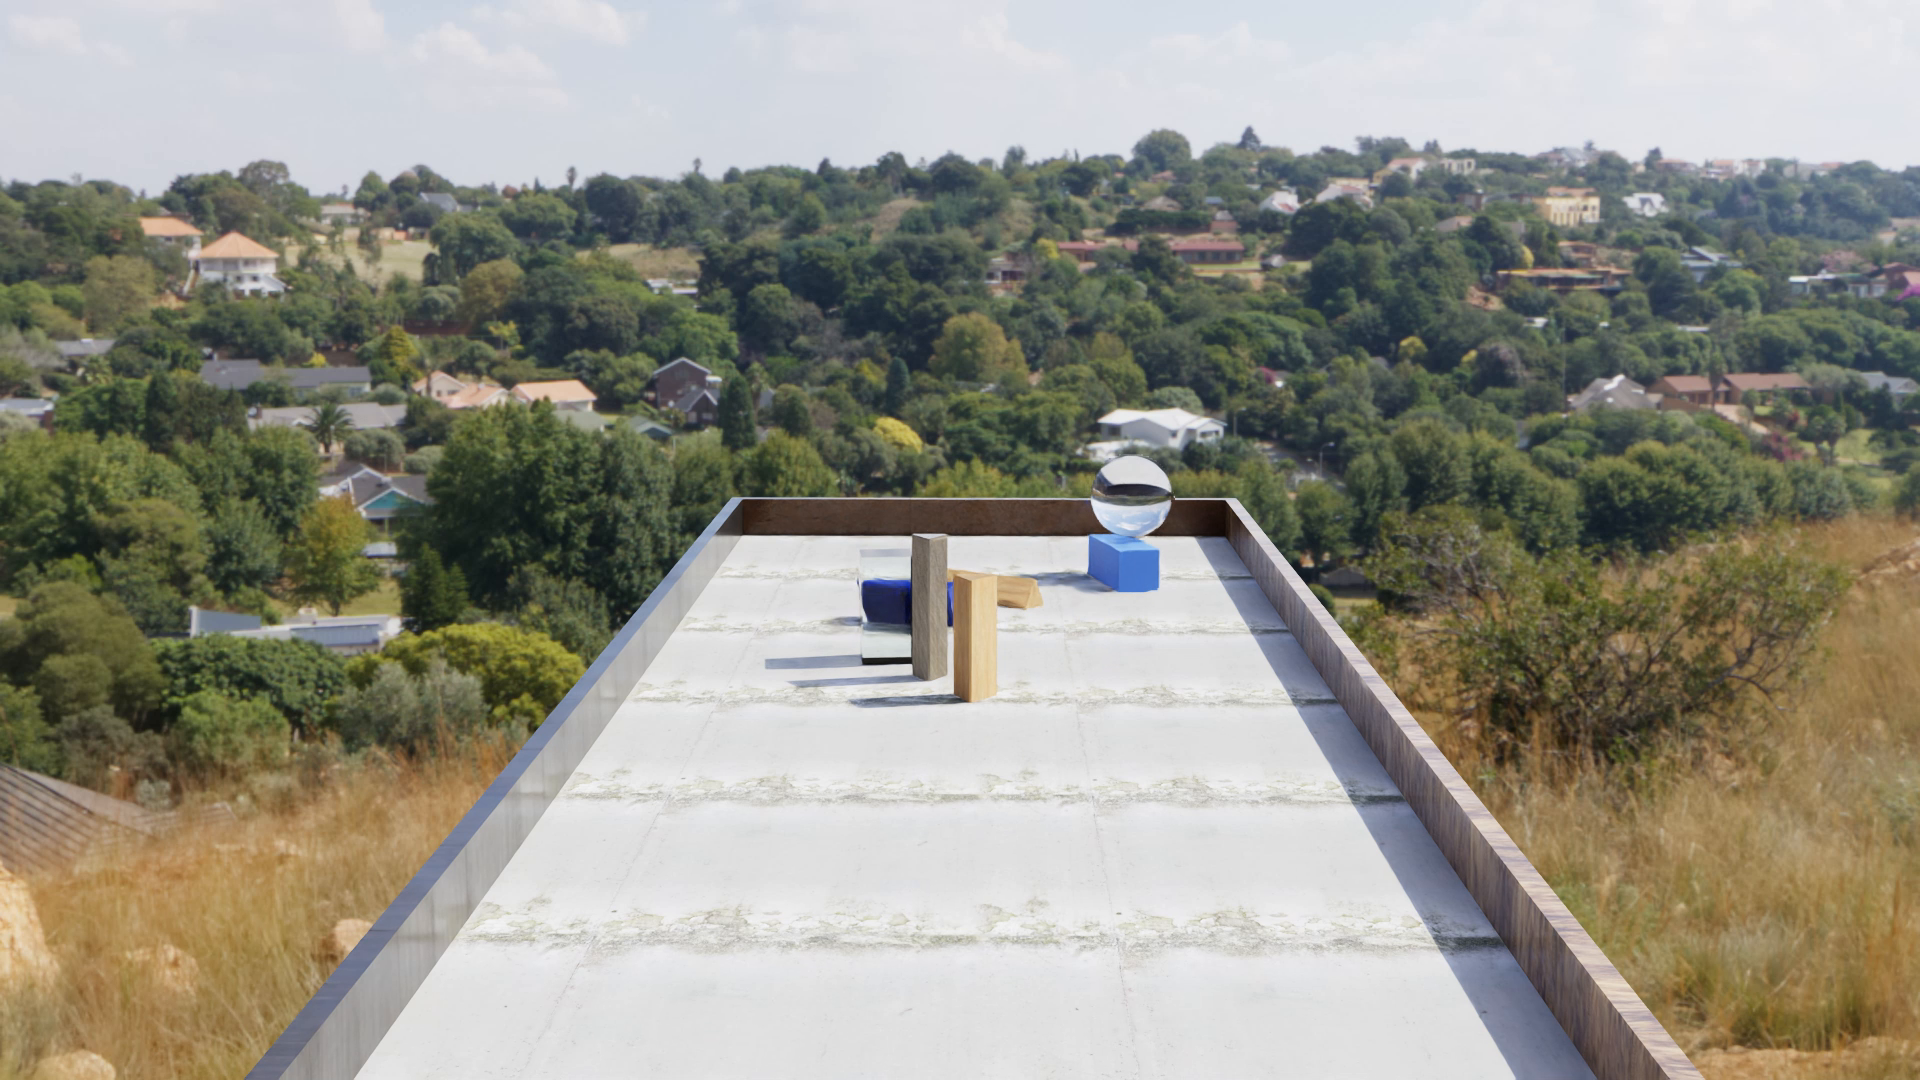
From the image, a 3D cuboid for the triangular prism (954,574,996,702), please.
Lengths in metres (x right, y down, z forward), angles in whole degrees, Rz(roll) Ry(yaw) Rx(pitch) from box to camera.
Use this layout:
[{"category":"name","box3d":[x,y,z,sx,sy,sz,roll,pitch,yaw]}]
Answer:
[{"category":"triangular prism","box3d":[0.025,0.271,6.193,0.105,0.347,0.122,7,11,37]}]

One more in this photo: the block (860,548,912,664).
[{"category":"block","box3d":[-0.224,0.202,6.689,0.154,0.328,0.154,-1,9,-5]}]

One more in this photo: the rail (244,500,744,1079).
[{"category":"rail","box3d":[-1.004,0.839,3.234,0.050,0.150,12.000,0,9,1]}]

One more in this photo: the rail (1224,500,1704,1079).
[{"category":"rail","box3d":[1.046,0.843,3.208,0.050,0.150,12.000,0,9,1]}]

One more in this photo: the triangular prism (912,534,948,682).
[{"category":"triangular prism","box3d":[-0.102,0.194,6.441,0.089,0.422,0.103,5,11,31]}]

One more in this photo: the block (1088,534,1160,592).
[{"category":"block","box3d":[0.595,0.081,8.026,0.148,0.148,0.395,-2,9,-13]}]

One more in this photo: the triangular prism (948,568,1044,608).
[{"category":"triangular prism","box3d":[0.070,0.160,7.676,0.459,0.096,0.110,6,11,35]}]

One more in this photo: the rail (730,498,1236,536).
[{"category":"rail","box3d":[0.099,-0.098,9.147,2.100,0.150,0.050,0,9,1]}]

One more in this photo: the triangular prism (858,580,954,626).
[{"category":"triangular prism","box3d":[-0.166,0.175,7.258,0.332,0.155,0.134,4,-25,25]}]

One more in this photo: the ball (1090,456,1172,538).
[{"category":"ball","box3d":[0.632,-0.160,8.109,0.301,0.301,0.301,0,9,0]}]
